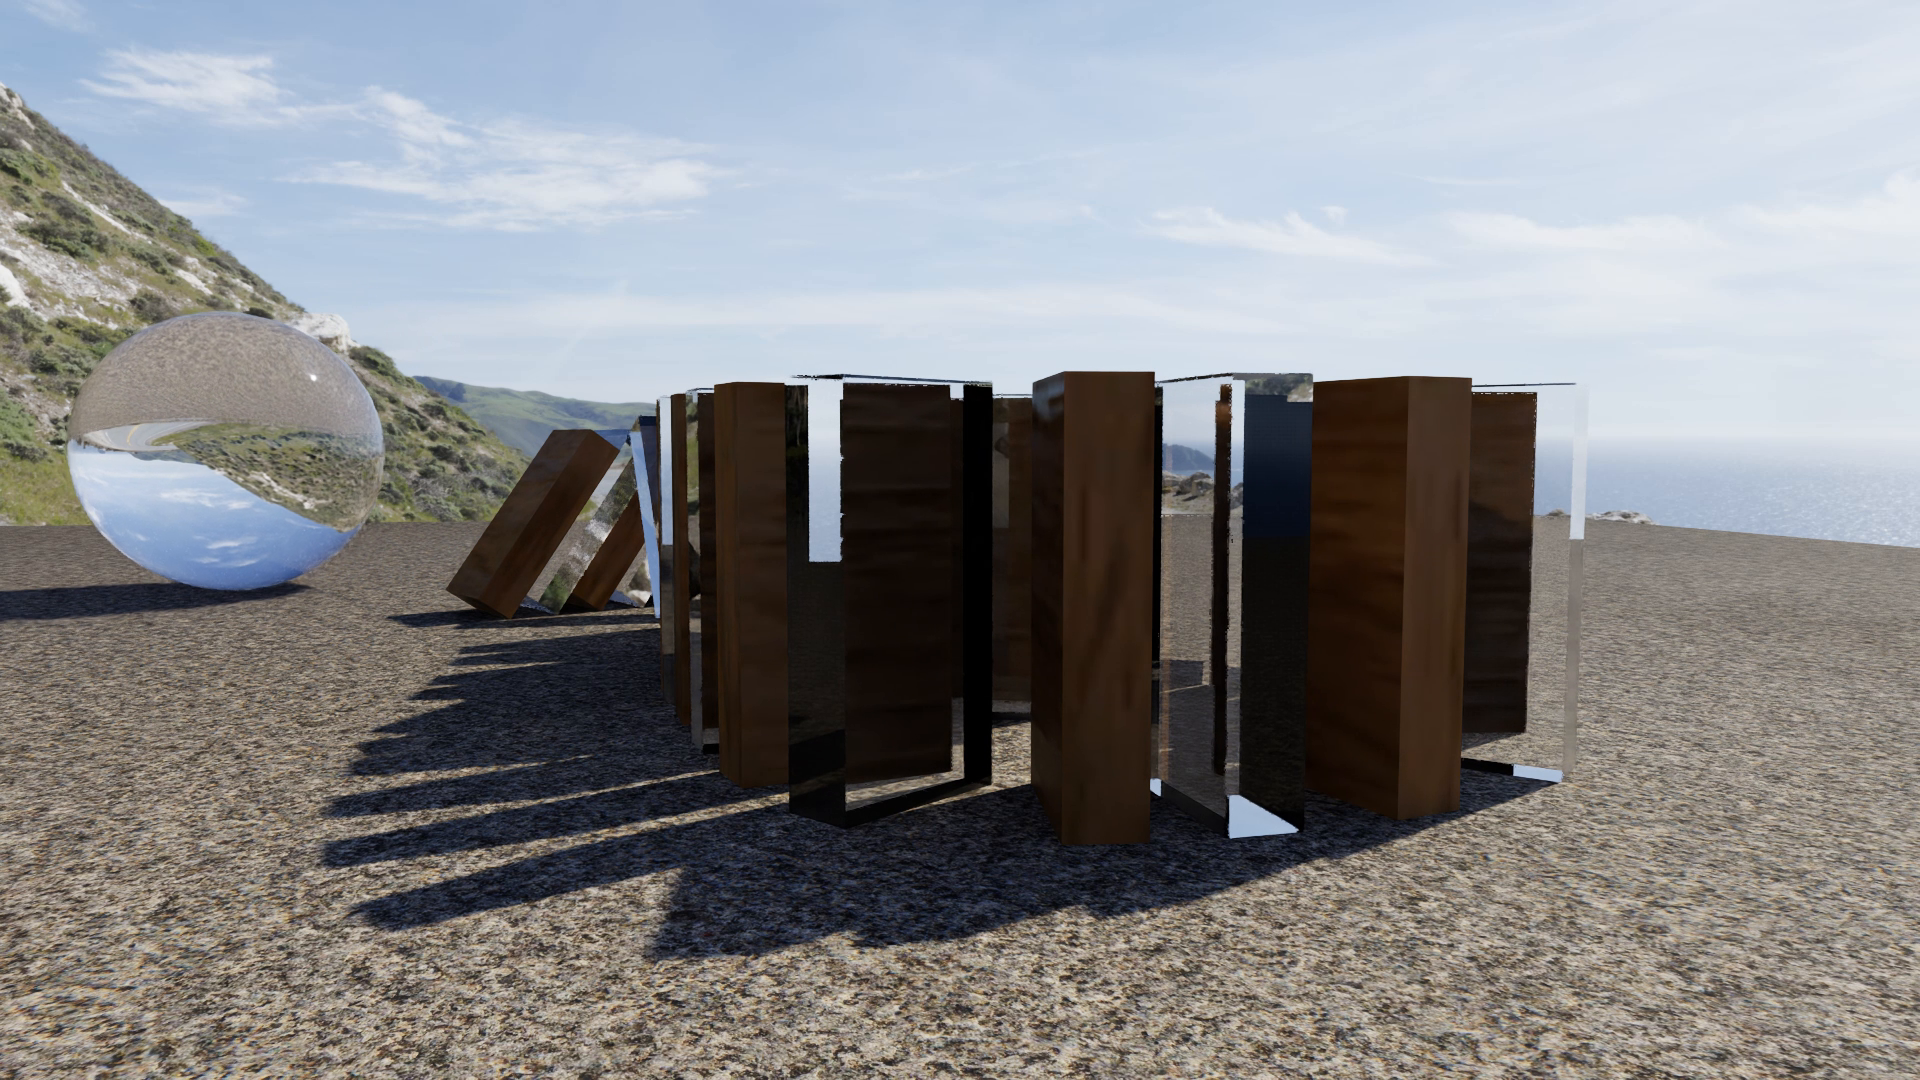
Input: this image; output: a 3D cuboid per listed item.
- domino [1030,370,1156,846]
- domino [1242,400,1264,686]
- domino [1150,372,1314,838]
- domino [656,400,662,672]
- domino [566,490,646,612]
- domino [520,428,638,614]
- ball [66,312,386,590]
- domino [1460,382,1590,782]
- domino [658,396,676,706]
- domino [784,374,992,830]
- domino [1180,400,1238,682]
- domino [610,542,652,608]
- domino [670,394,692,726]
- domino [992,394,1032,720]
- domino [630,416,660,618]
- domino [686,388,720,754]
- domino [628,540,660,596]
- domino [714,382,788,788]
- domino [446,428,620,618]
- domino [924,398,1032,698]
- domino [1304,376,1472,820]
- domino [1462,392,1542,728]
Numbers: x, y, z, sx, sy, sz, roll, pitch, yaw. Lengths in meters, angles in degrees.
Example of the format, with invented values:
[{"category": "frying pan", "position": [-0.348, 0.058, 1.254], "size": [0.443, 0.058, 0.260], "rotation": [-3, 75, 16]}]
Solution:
[{"category": "domino", "position": [0.015, 0.007, 0.147], "size": [0.009, 0.050, 0.025], "rotation": [0, 4, -4]}, {"category": "domino", "position": [0.064, 0.000, 0.229], "size": [0.025, 0.050, 0.009], "rotation": [-3, 5, -30]}, {"category": "domino", "position": [0.030, 0.006, 0.150], "size": [0.010, 0.050, 0.025], "rotation": [-1, 4, -15]}, {"category": "domino", "position": [-0.043, 0.000, 0.229], "size": [0.009, 0.050, 0.025], "rotation": [1, 4, 15]}, {"category": "domino", "position": [-0.091, -0.006, 0.341], "size": [0.010, 0.050, 0.025], "rotation": [40, -21, -33]}, {"category": "domino", "position": [-0.100, -0.006, 0.334], "size": [0.009, 0.050, 0.025], "rotation": [40, -21, -33]}, {"category": "ball", "position": [-0.210, -0.025, 0.372], "size": [0.080, 0.080, 0.080], "rotation": [0, 4, 0]}, {"category": "domino", "position": [0.068, 0.005, 0.171], "size": [0.025, 0.050, 0.010], "rotation": [3, 5, 35]}, {"category": "domino", "position": [-0.036, 0.001, 0.214], "size": [0.025, 0.050, 0.009], "rotation": [-3, 5, -34]}, {"category": "domino", "position": [-0.008, 0.006, 0.152], "size": [0.009, 0.050, 0.025], "rotation": [4, 6, 42]}, {"category": "domino", "position": [0.047, 0.000, 0.240], "size": [0.009, 0.050, 0.025], "rotation": [1, 4, 11]}, {"category": "domino", "position": [-0.082, -0.007, 0.349], "size": [0.009, 0.050, 0.025], "rotation": [40, -21, -33]}, {"category": "domino", "position": [-0.032, 0.002, 0.201], "size": [0.025, 0.050, 0.010], "rotation": [-1, 5, -19]}, {"category": "domino", "position": [0.000, 0.002, 0.201], "size": [0.025, 0.050, 0.009], "rotation": [0, 4, 0]}, {"category": "domino", "position": [-0.066, -0.006, 0.323], "size": [0.025, 0.050, 0.009], "rotation": [-2, -19, -29]}, {"category": "domino", "position": [-0.025, 0.004, 0.183], "size": [0.025, 0.050, 0.009], "rotation": [-2, 5, -21]}, {"category": "domino", "position": [-0.067, -0.003, 0.359], "size": [0.050, 0.009, 0.025], "rotation": [-43, 29, -26]}, {"category": "domino", "position": [-0.018, 0.005, 0.167], "size": [0.025, 0.050, 0.010], "rotation": [-2, 5, -28]}, {"category": "domino", "position": [-0.109, -0.005, 0.326], "size": [0.010, 0.050, 0.025], "rotation": [40, -21, -33]}, {"category": "domino", "position": [0.001, 0.001, 0.220], "size": [0.025, 0.050, 0.009], "rotation": [1, 4, 11]}, {"category": "domino", "position": [0.048, 0.006, 0.157], "size": [0.010, 0.050, 0.025], "rotation": [-2, 5, -25]}, {"category": "domino", "position": [0.073, 0.003, 0.195], "size": [0.025, 0.050, 0.010], "rotation": [0, 4, -3]}]
